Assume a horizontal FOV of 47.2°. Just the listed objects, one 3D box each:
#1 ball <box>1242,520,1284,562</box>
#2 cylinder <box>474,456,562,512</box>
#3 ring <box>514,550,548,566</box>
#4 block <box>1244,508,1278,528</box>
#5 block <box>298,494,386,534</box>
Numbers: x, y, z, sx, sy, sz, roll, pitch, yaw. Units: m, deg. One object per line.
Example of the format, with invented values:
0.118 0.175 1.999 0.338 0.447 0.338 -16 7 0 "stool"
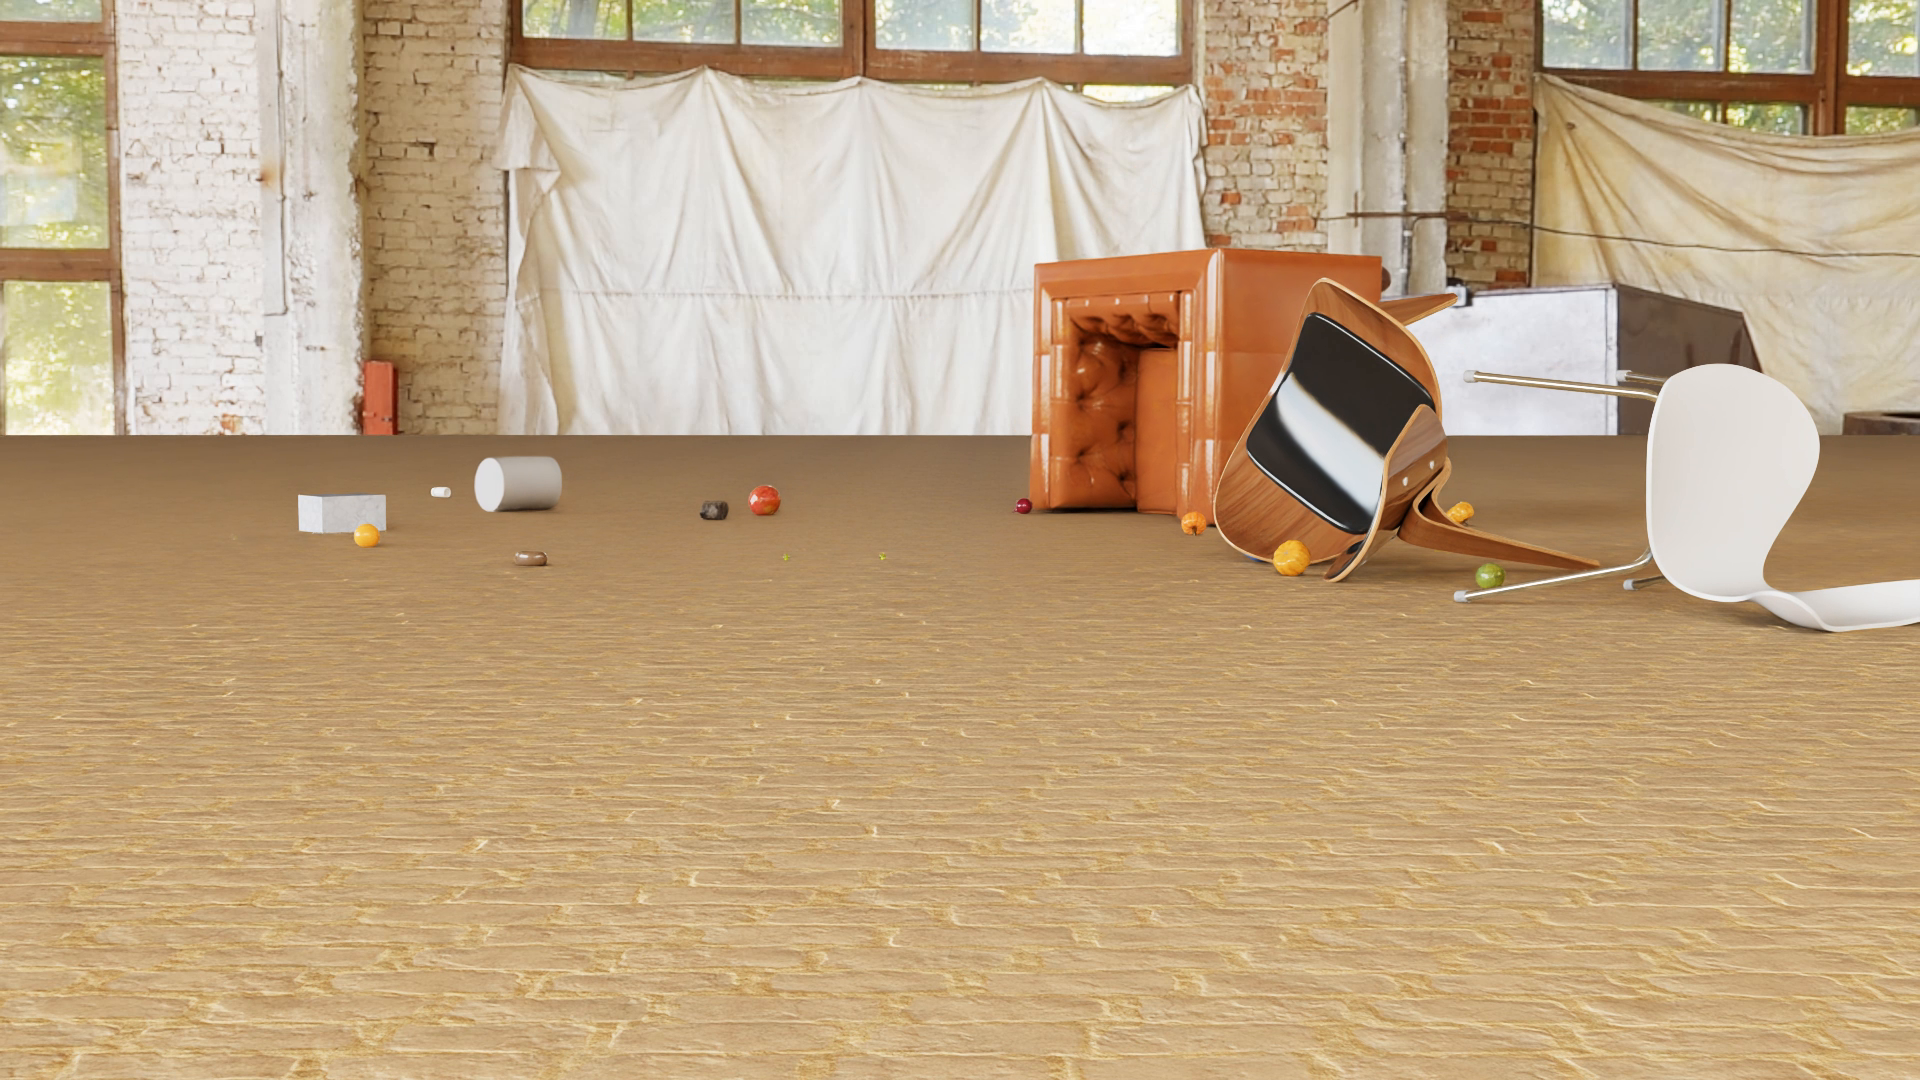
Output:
0.786 0.002 5.718 0.109 0.109 0.109 0 4 0 "ball"
-1.633 -0.208 8.139 0.257 0.199 0.183 -4 31 -46 "cylinder"
-1.092 0.048 5.598 0.101 0.036 0.053 1 6 31 "ring"
0.959 -0.065 7.015 0.084 0.066 0.075 -1 4 -17 "block"
-1.964 -0.087 6.991 0.213 0.112 0.173 -3 5 -40 "block"
